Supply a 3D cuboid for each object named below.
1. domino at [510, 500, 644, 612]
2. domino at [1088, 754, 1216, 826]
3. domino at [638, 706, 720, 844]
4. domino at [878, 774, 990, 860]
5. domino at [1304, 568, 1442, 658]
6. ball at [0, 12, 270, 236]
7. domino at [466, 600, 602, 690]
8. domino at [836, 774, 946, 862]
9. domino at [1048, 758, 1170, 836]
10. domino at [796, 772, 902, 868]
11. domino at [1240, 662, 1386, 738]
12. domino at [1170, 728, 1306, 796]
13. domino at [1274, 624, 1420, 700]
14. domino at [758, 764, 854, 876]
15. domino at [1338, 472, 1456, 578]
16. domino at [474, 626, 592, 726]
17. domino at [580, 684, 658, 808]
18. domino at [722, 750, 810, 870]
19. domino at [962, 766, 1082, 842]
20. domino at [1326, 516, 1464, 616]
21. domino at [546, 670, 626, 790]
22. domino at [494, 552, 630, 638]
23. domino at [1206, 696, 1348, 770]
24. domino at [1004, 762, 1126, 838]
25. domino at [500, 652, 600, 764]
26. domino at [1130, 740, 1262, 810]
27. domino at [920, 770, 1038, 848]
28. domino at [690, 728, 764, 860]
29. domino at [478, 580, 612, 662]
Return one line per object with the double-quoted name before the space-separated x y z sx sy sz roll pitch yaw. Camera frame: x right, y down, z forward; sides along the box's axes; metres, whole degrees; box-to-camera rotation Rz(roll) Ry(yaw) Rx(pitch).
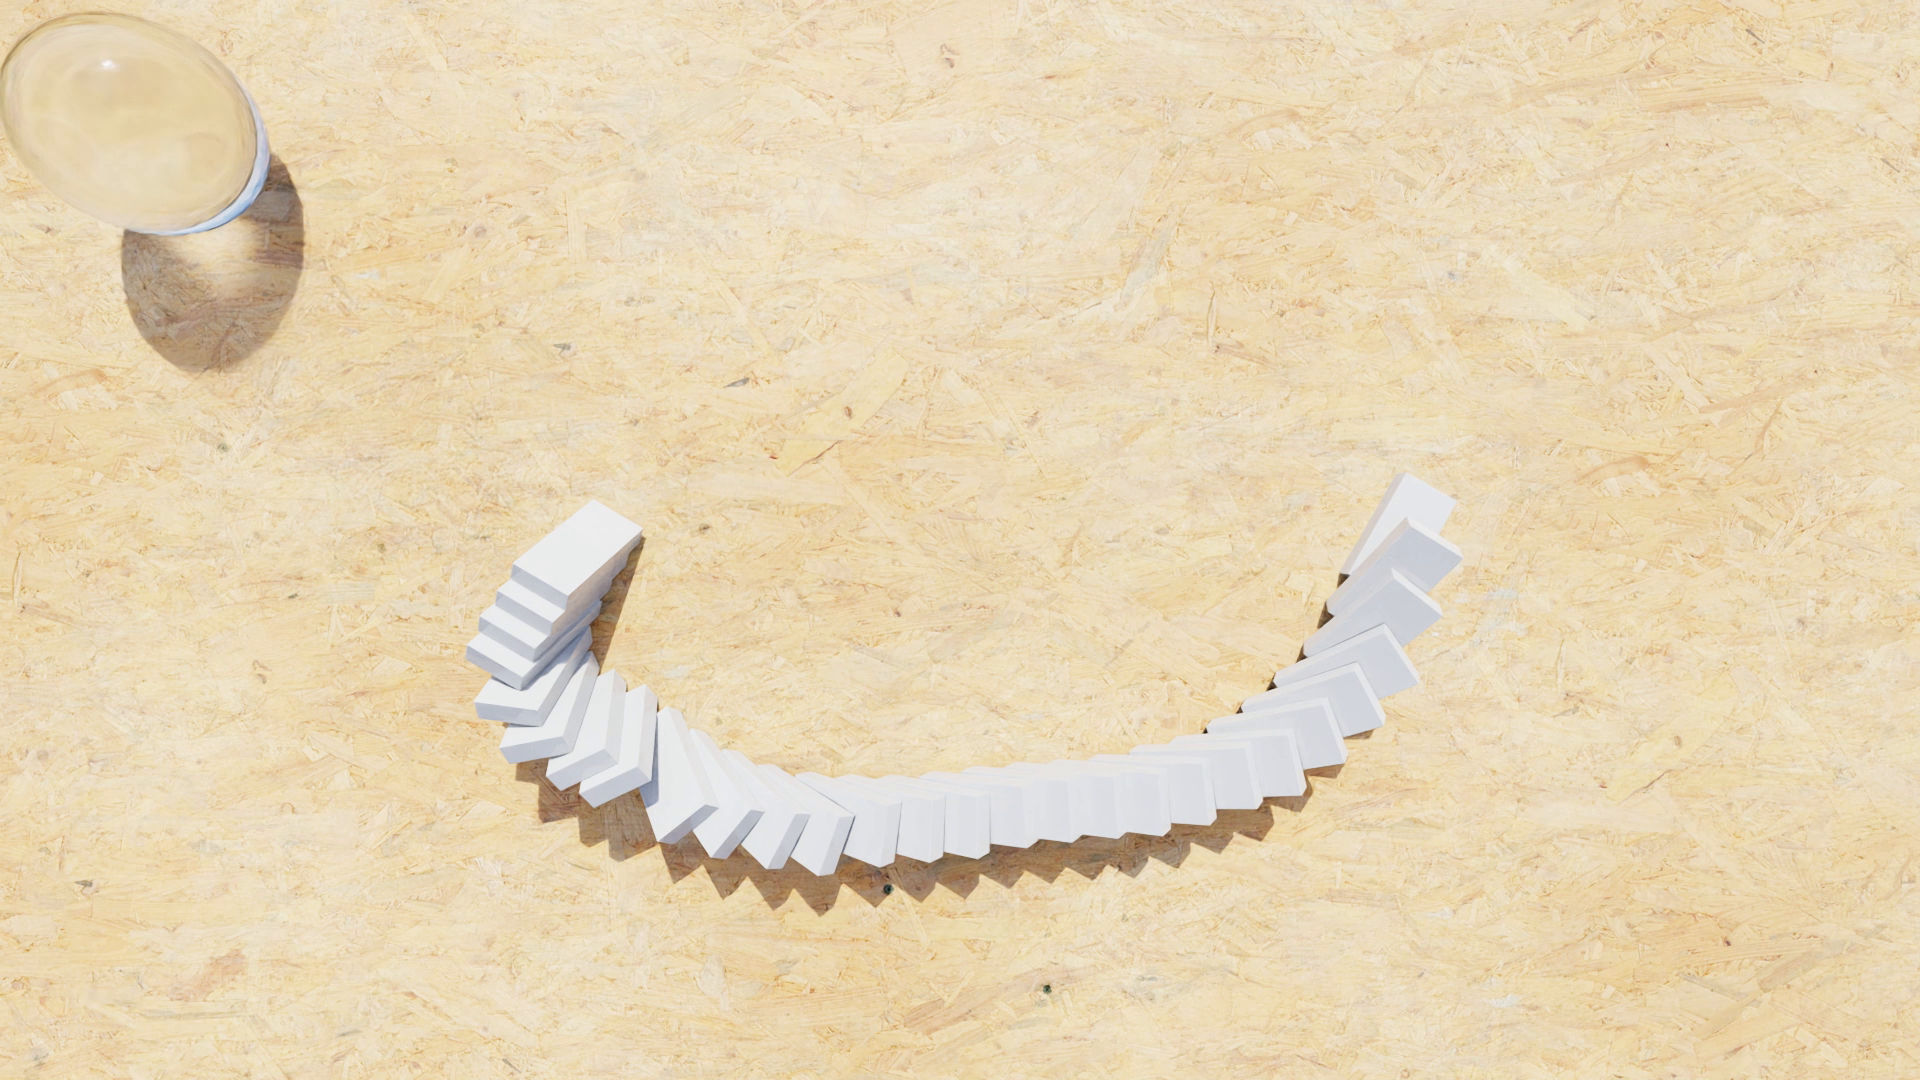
"domino" -0.157 0.005 0.377 0.025 0.050 0.010 30 128 0
"domino" 0.080 0.104 0.383 0.050 0.009 0.025 -7 90 33
"domino" -0.121 0.097 0.381 0.025 0.010 0.050 -38 56 4
"domino" -0.012 0.115 0.383 0.050 0.010 0.025 0 90 32
"domino" 0.172 0.038 0.383 0.025 0.009 0.050 38 121 0
"ball" -0.321 -0.162 0.360 0.080 0.080 0.080 0 90 0
"domino" -0.174 0.037 0.377 0.025 0.050 0.010 30 128 0
"domino" -0.030 0.115 0.383 0.050 0.009 0.025 3 90 33
"domino" 0.062 0.107 0.383 0.050 0.009 0.025 -4 90 32
"domino" -0.049 0.116 0.382 0.050 0.010 0.025 7 90 33
"domino" 0.147 0.072 0.382 0.050 0.010 0.025 -28 90 33
"domino" 0.115 0.094 0.382 0.050 0.009 0.025 -13 91 33
"domino" 0.161 0.058 0.383 0.050 0.010 0.025 -34 90 32
"domino" -0.069 0.116 0.382 0.050 0.010 0.025 20 90 35
"domino" 0.189 -0.001 0.395 0.025 0.010 0.050 30 90 0
"domino" -0.174 0.053 0.377 0.025 0.050 0.010 8 126 0
"domino" -0.139 0.083 0.376 0.025 0.050 0.009 -25 123 1
"domino" -0.087 0.111 0.382 0.050 0.009 0.025 28 90 35
"domino" 0.025 0.110 0.383 0.050 0.010 0.025 -4 90 32
"domino" 0.180 0.017 0.382 0.025 0.009 0.050 31 121 -1
"domino" -0.153 0.077 0.377 0.025 0.050 0.010 -26 123 0
"domino" -0.163 0.016 0.377 0.025 0.050 0.009 30 128 0
"domino" 0.132 0.084 0.382 0.050 0.010 0.025 -20 90 33
"domino" 0.044 0.108 0.383 0.050 0.009 0.025 -4 90 32
"domino" -0.167 0.068 0.377 0.025 0.050 0.010 -11 124 0
"domino" 0.098 0.098 0.382 0.050 0.010 0.025 -11 91 33
"domino" 0.007 0.112 0.383 0.050 0.010 0.025 -4 90 32
"domino" -0.105 0.105 0.382 0.025 0.010 0.050 -51 55 0
"domino" -0.169 0.026 0.377 0.025 0.050 0.010 30 128 0
